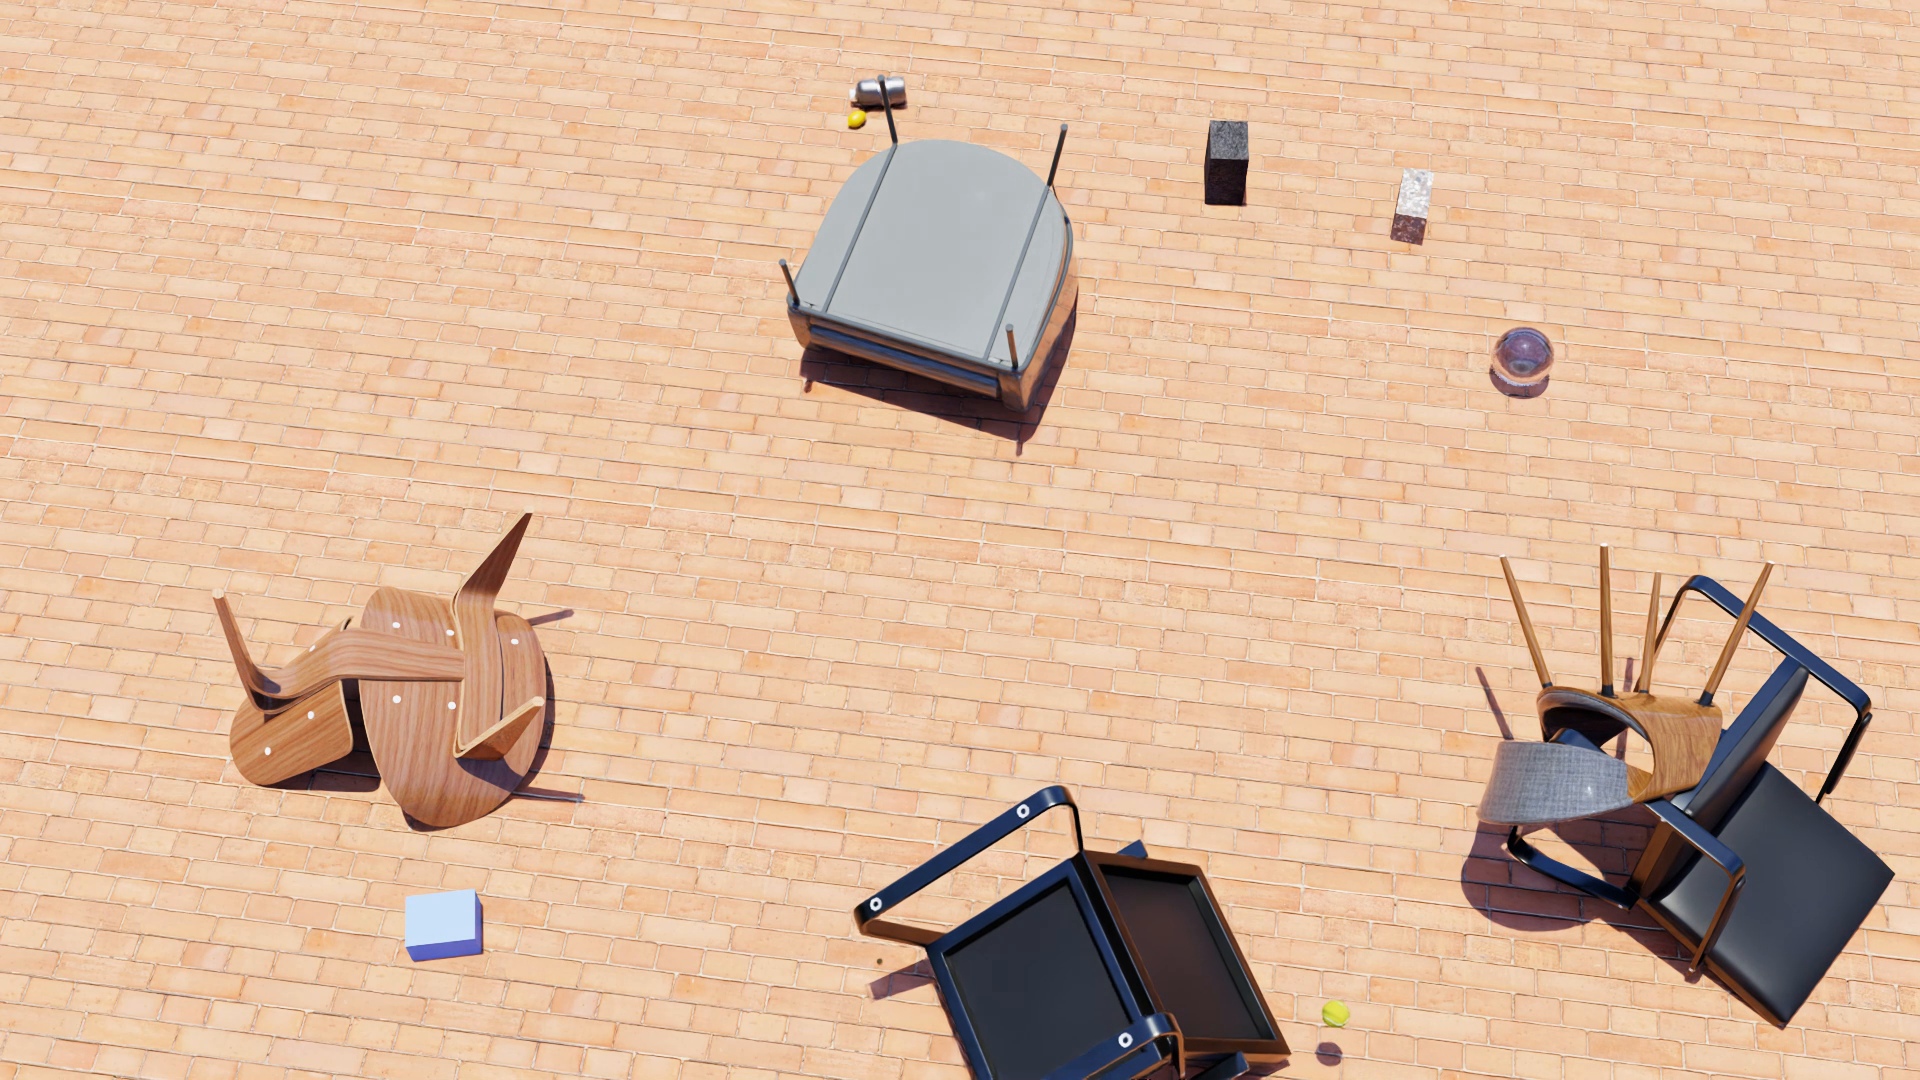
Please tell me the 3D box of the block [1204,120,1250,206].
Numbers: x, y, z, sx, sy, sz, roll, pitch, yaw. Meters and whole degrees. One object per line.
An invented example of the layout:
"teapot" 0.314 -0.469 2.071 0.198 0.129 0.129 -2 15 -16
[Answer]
"block" 0.881 -1.249 7.281 0.125 0.217 0.172 2 56 1

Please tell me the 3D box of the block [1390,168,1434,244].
"block" 1.487 -1.099 7.235 0.099 0.127 0.209 12 57 8

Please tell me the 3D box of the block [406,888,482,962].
"block" -1.369 1.021 5.831 0.181 0.096 0.143 -6 56 -4

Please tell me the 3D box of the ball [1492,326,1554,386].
"ball" 1.753 -0.572 6.844 0.188 0.188 0.188 0 56 0
